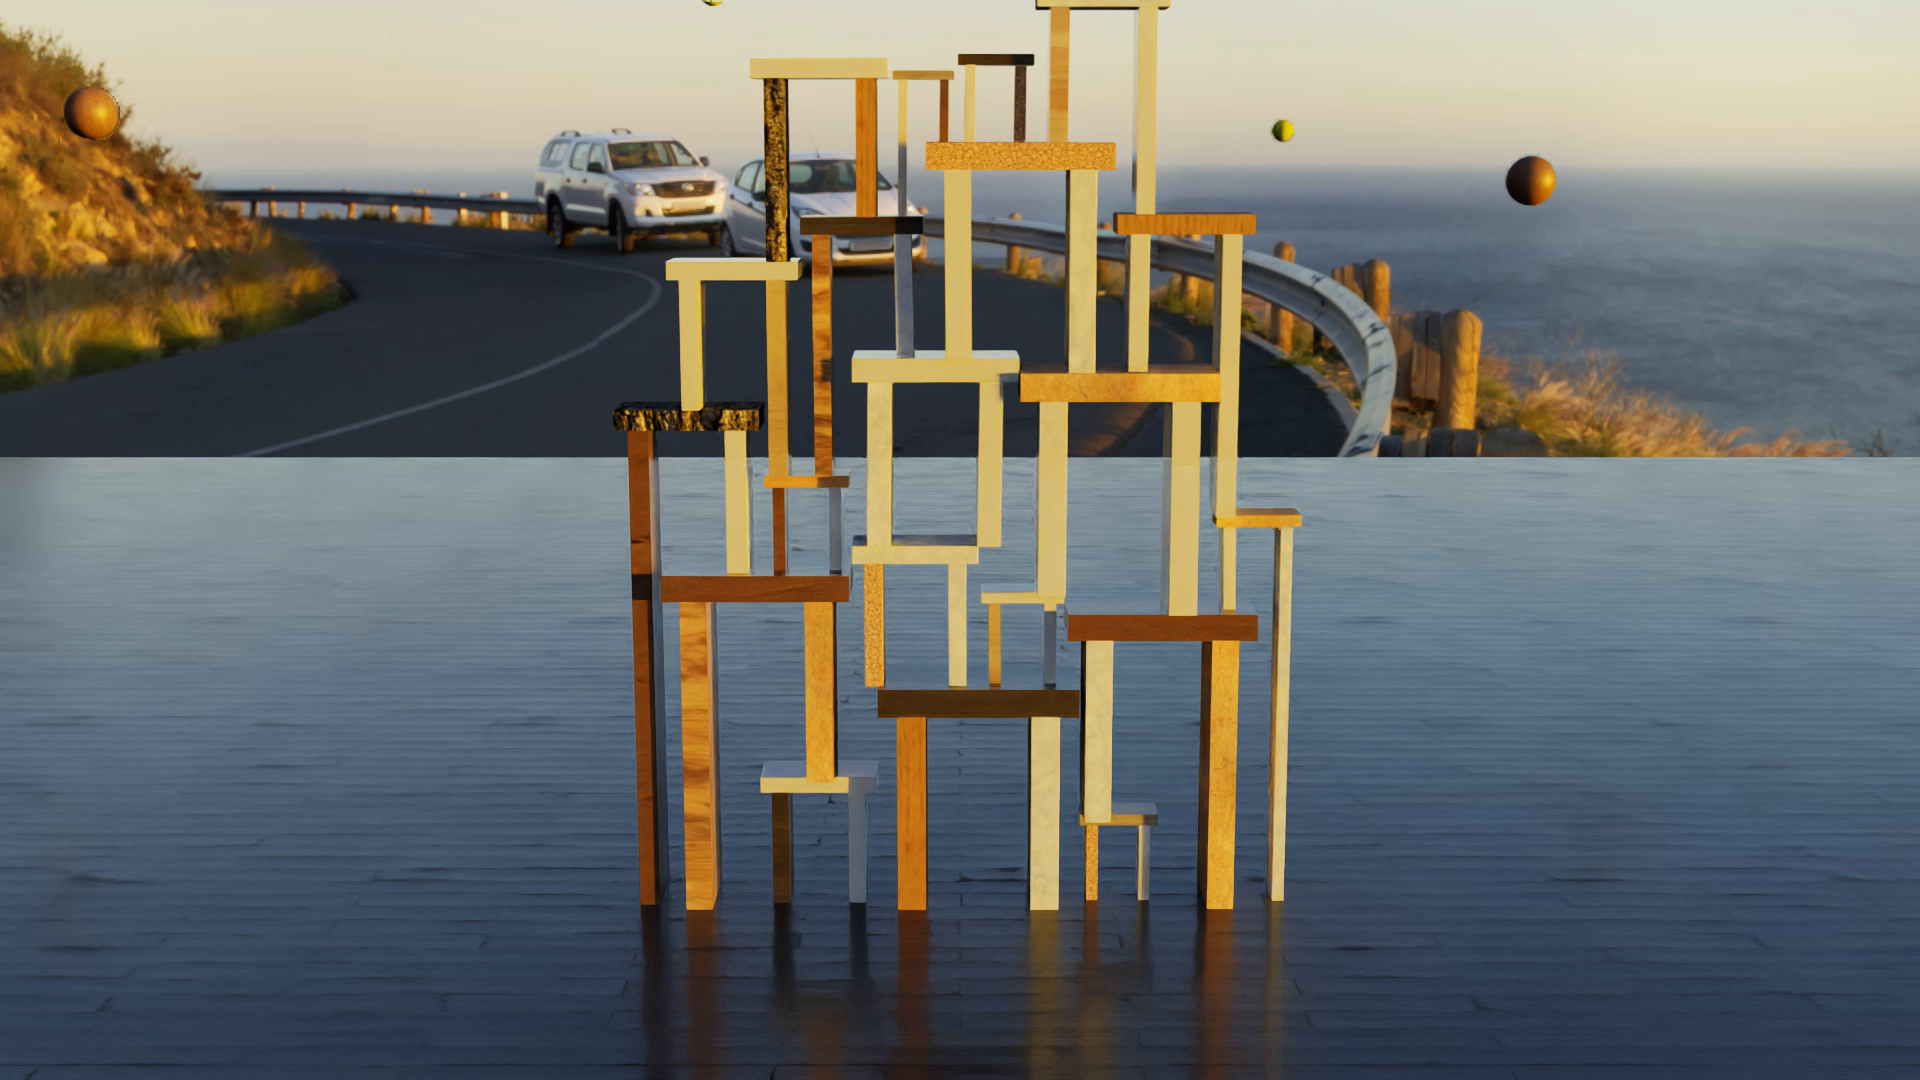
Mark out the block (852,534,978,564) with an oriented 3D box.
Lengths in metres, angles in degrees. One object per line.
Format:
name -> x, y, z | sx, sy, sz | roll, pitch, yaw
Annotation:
block -> -0.072, 0.015, 3.558 | 0.202, 0.029, 0.101 | 0, 11, 0

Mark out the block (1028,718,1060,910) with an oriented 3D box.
block -> 0.138, 0.430, 3.643 | 0.046, 0.324, 0.162 | 0, 11, 0

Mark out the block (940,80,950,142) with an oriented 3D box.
block -> -0.025, -0.669, 3.432 | 0.014, 0.095, 0.048 | 1, 10, 0

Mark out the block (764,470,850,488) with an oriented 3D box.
block -> -0.245, -0.099, 3.545 | 0.135, 0.019, 0.068 | 0, 11, 0

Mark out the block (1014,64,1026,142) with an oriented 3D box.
block -> 0.094, -0.682, 3.438 | 0.017, 0.118, 0.059 | 1, 10, 0

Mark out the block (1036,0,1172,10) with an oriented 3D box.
block -> 0.220, -0.838, 3.406 | 0.204, 0.029, 0.102 | 0, 10, 0

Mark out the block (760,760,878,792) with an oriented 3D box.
block -> -0.231, 0.391, 3.636 | 0.188, 0.027, 0.094 | 0, 11, 0

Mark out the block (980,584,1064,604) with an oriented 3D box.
block -> 0.101, 0.086, 3.573 | 0.133, 0.019, 0.067 | 0, 10, -1

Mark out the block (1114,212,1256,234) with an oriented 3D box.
block -> 0.352, -0.499, 3.464 | 0.214, 0.030, 0.107 | 0, 10, 0

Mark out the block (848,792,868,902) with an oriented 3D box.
block -> -0.169, 0.497, 3.655 | 0.027, 0.188, 0.094 | 0, 11, 0

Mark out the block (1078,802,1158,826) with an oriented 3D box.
block -> 0.261, 0.454, 3.645 | 0.129, 0.018, 0.064 | 0, 10, 0

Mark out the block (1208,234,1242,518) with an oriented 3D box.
block -> 0.423, -0.265, 3.508 | 0.030, 0.446, 0.107 | 0, 11, 0

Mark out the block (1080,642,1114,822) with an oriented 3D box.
block -> 0.223, 0.297, 3.617 | 0.043, 0.302, 0.151 | 0, 10, 0

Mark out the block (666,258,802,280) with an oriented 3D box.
block -> -0.356, -0.428, 3.476 | 0.204, 0.029, 0.102 | 0, 11, 0

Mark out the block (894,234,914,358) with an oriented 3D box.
block -> -0.089, -0.391, 3.492 | 0.027, 0.192, 0.096 | -1, 10, 0

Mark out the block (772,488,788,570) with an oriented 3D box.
block -> -0.290, -0.024, 3.559 | 0.019, 0.135, 0.067 | 0, 11, 0

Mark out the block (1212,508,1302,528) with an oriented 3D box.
block -> 0.479, -0.036, 3.550 | 0.135, 0.019, 0.068 | 0, 11, 1

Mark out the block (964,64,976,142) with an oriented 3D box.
block -> 0.016, -0.682, 3.437 | 0.017, 0.118, 0.059 | 1, 10, 0

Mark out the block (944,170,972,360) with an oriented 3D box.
block -> -0.003, -0.438, 3.477 | 0.041, 0.292, 0.146 | 0, 10, 0

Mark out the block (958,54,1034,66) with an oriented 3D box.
block -> 0.056, -0.748, 3.425 | 0.118, 0.017, 0.059 | 0, 10, 0

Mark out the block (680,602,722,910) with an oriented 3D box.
block -> -0.426, 0.338, 3.620 | 0.042, 0.514, 0.149 | 0, 11, 0

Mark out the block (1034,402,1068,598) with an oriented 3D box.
block -> 0.146, -0.077, 3.545 | 0.044, 0.312, 0.156 | 0, 10, 0

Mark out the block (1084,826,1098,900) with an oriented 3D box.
block -> 0.218, 0.526, 3.659 | 0.018, 0.129, 0.064 | 0, 11, 0

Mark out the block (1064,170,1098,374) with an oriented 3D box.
block -> 0.190, -0.427, 3.478 | 0.041, 0.313, 0.146 | 0, 11, 0

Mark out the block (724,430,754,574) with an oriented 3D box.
block -> -0.356, -0.070, 3.550 | 0.033, 0.229, 0.115 | 0, 11, 0

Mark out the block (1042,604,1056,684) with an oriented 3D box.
block -> 0.146, 0.161, 3.587 | 0.019, 0.133, 0.067 | 0, 11, 0

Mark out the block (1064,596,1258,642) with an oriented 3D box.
block -> 0.324, 0.127, 3.585 | 0.302, 0.043, 0.151 | 0, 11, 0

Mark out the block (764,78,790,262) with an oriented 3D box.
block -> -0.286, -0.580, 3.448 | 0.030, 0.279, 0.106 | 0, 11, 0

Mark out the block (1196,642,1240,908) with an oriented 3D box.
block -> 0.425, 0.369, 3.630 | 0.043, 0.449, 0.151 | 0, 11, 0

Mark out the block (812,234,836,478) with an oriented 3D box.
block -> -0.217, -0.297, 3.509 | 0.027, 0.382, 0.096 | 0, 11, 0

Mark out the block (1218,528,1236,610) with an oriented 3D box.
block -> 0.433, 0.040, 3.566 | 0.019, 0.135, 0.068 | -1, 11, 0

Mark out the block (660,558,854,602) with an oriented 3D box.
block -> -0.326, 0.065, 3.570 | 0.299, 0.042, 0.149 | 0, 11, 0

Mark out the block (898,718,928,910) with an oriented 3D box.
block -> -0.078, 0.430, 3.643 | 0.046, 0.324, 0.162 | 0, 11, 0

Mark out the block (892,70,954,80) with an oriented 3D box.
block -> -0.056, -0.723, 3.422 | 0.095, 0.014, 0.048 | 0, 10, 0

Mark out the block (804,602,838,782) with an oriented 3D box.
block -> -0.226, 0.232, 3.601 | 0.042, 0.299, 0.149 | 0, 10, 0

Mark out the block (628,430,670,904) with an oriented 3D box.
block -> -0.509, 0.203, 3.601 | 0.033, 0.785, 0.115 | 0, 11, 0

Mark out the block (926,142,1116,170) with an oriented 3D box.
block -> 0.093, -0.602, 3.446 | 0.292, 0.041, 0.146 | 0, 10, 0

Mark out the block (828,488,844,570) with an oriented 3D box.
block -> -0.200, -0.024, 3.559 | 0.019, 0.135, 0.067 | 0, 11, 0

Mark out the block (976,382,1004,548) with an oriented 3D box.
block -> 0.047, -0.130, 3.541 | 0.037, 0.263, 0.131 | 1, 10, -1

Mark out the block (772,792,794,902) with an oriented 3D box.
block -> -0.294, 0.497, 3.655 | 0.027, 0.188, 0.094 | 0, 11, 0

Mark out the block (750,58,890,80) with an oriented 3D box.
block -> -0.216, -0.732, 3.419 | 0.211, 0.030, 0.106 | 0, 11, 0

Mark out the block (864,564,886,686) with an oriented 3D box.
block -> -0.139, 0.128, 3.579 | 0.029, 0.202, 0.101 | 0, 11, 0

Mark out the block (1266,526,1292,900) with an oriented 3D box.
block -> 0.524, 0.282, 3.611 | 0.019, 0.627, 0.068 | 0, 11, 0

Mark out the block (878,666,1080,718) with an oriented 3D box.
block -> 0.030, 0.248, 3.610 | 0.324, 0.046, 0.162 | 0, 11, 0

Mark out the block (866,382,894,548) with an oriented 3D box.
block -> -0.128, -0.130, 3.538 | 0.037, 0.263, 0.131 | 1, 11, 0

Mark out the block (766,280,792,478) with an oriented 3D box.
block -> -0.288, -0.261, 3.507 | 0.029, 0.312, 0.102 | 0, 11, 0

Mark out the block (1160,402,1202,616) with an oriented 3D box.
block -> 0.355, -0.062, 3.547 | 0.044, 0.342, 0.156 | 0, 11, 0

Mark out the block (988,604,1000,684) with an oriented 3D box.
block -> 0.056, 0.161, 3.586 | 0.019, 0.133, 0.067 | -1, 11, 0

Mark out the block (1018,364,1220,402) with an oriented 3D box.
block -> 0.251, -0.252, 3.512 | 0.312, 0.044, 0.156 | 0, 11, 0

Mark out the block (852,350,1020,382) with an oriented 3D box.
block -> -0.039, -0.278, 3.512 | 0.263, 0.037, 0.131 | 0, 11, -1

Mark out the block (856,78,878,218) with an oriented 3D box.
block -> -0.146, -0.614, 3.442 | 0.030, 0.211, 0.106 | 0, 10, -1

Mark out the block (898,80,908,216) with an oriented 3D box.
block -> -0.090, -0.613, 3.442 | 0.014, 0.209, 0.048 | 0, 10, -1

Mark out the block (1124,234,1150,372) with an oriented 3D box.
block -> 0.280, -0.379, 3.487 | 0.030, 0.214, 0.107 | 0, 10, 0

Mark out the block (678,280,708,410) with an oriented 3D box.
block -> -0.424, -0.314, 3.497 | 0.029, 0.204, 0.102 | 0, 11, 0

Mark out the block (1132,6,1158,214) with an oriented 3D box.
block -> 0.288, -0.669, 3.437 | 0.029, 0.314, 0.102 | 0, 10, 0

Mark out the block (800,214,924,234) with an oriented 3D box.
block -> -0.154, -0.498, 3.471 | 0.192, 0.027, 0.096 | 0, 10, -1

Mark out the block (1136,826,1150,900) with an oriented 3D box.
block -> 0.304, 0.526, 3.659 | 0.018, 0.129, 0.064 | 0, 11, 0

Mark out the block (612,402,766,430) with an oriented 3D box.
block -> -0.432, -0.199, 3.526 | 0.230, 0.033, 0.115 | 0, 11, 0

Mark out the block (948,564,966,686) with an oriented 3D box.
block -> -0.004, 0.128, 3.579 | 0.029, 0.202, 0.101 | 0, 11, 0

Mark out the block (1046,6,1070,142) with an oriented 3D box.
block -> 0.153, -0.723, 3.427 | 0.029, 0.204, 0.102 | 0, 10, 0
